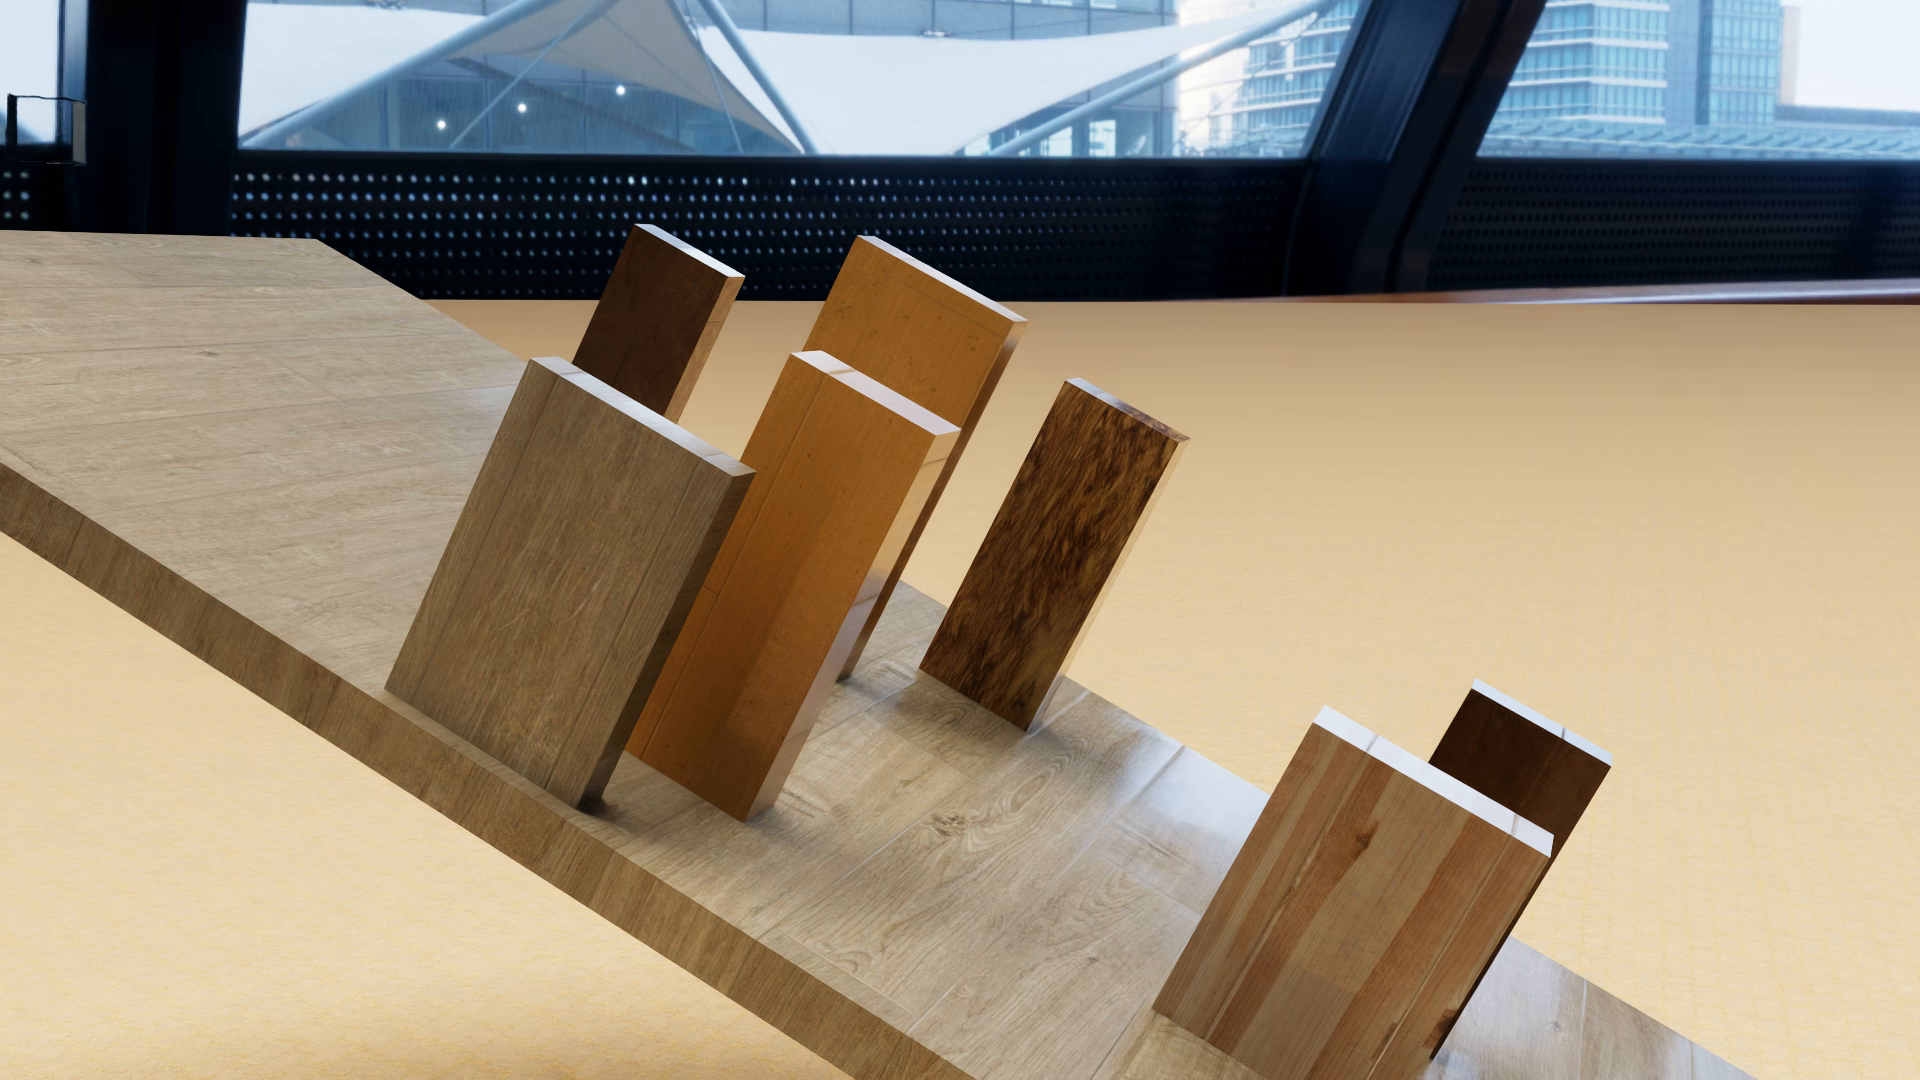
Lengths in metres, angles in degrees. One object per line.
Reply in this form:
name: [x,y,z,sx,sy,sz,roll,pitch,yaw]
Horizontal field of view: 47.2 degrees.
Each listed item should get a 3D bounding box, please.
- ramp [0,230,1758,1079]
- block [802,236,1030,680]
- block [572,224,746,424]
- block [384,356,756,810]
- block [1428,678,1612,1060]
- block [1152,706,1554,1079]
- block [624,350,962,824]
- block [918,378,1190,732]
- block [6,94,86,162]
ramp: [-0.228,0.380,4.151,4.000,0.100,2.000,30,14,12]
block: [-0.205,-0.156,4.276,0.350,0.789,0.102,30,14,12]
block: [-0.708,-0.427,4.936,0.251,0.498,0.099,30,14,12]
block: [-0.583,0.062,3.262,0.357,0.564,0.086,30,14,12]
block: [0.882,0.588,3.926,0.269,0.625,0.099,30,14,12]
block: [0.625,0.613,3.523,0.410,0.549,0.142,30,14,12]
block: [-0.282,0.074,3.488,0.264,0.701,0.133,30,14,12]
block: [0.192,0.030,4.552,0.264,0.683,0.119,30,14,12]
block: [-1.845,-0.829,4.440,0.122,0.122,0.122,3,7,-9]
